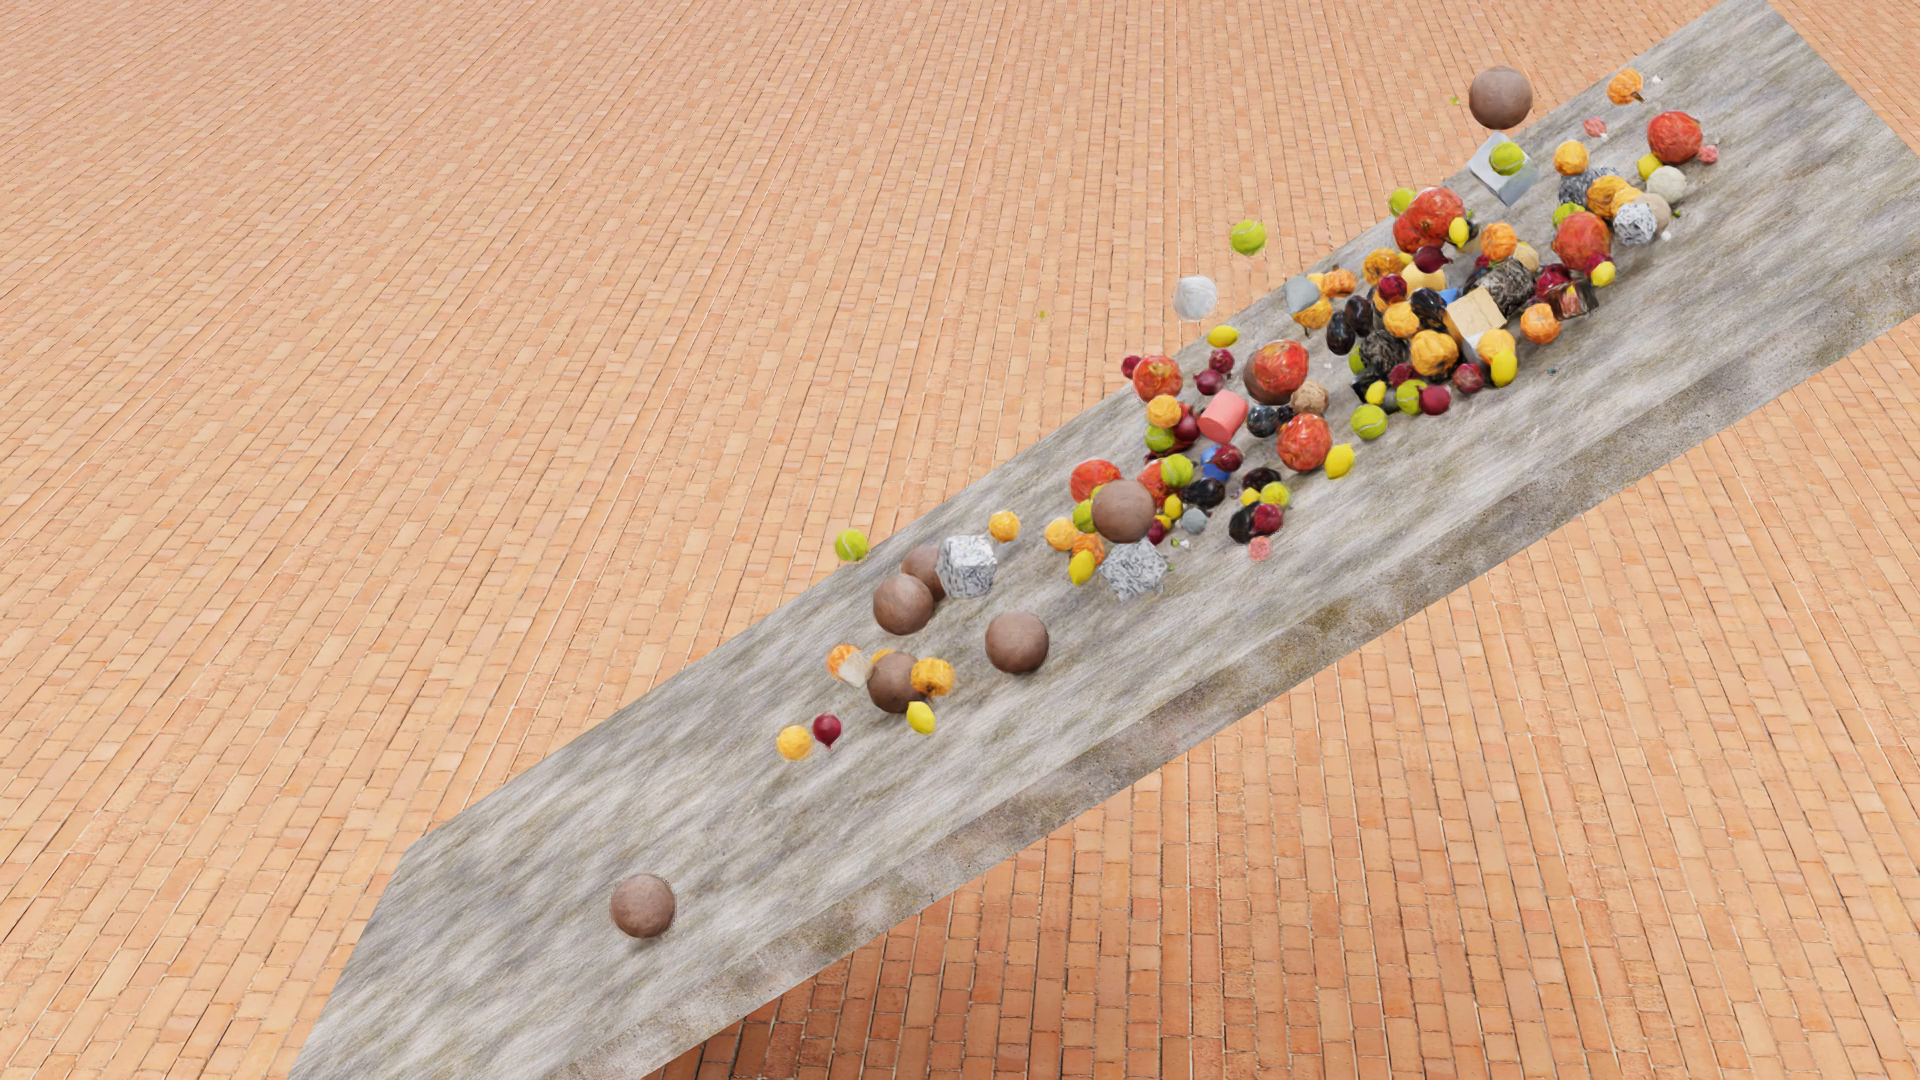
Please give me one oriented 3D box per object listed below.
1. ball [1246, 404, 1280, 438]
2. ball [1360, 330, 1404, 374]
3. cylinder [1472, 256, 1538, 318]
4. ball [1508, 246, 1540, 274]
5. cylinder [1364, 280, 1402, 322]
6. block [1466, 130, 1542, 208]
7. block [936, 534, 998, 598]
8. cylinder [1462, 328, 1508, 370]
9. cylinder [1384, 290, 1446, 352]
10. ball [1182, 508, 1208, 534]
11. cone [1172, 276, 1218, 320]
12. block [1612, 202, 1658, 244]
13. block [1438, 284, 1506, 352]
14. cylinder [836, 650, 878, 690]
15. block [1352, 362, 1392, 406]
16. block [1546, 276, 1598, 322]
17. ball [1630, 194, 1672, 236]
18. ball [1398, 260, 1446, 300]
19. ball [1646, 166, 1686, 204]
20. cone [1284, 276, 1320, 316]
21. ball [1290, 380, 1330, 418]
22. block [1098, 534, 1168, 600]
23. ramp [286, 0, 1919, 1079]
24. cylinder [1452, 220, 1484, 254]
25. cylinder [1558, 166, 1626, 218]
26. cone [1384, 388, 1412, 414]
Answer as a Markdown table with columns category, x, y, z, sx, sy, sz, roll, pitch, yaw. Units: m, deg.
| category | x | y | z | sx | sy | sz | roll | pitch | yaw |
| --- | --- | --- | --- | --- | --- | --- | --- | --- | --- |
| ball | 0.590 | -0.232 | 5.741 | 0.066 | 0.066 | 0.066 | 0 | 21 | 0 |
| ball | 0.855 | -0.381 | 5.966 | 0.089 | 0.089 | 0.089 | 0 | 21 | 0 |
| cylinder | 1.070 | -0.493 | 5.776 | 0.092 | 0.092 | 0.092 | -38 | 30 | -7 |
| ball | 1.139 | -0.563 | 5.948 | 0.066 | 0.066 | 0.066 | 0 | 21 | 0 |
| cylinder | 0.910 | -0.512 | 6.315 | 0.063 | 0.063 | 0.063 | -7 | 43 | -17 |
| block | 1.117 | -0.762 | 6.041 | 0.096 | 0.096 | 0.096 | 48 | 9 | 28 |
| block | 0.013 | 0.056 | 6.226 | 0.093 | 0.093 | 0.093 | -4 | 43 | -21 |
| cylinder | 1.007 | -0.366 | 5.635 | 0.066 | 0.066 | 0.066 | -20 | 24 | -6 |
| cylinder | 0.932 | -0.449 | 6.012 | 0.093 | 0.093 | 0.093 | -31 | 11 | 22 |
| ball | 0.470 | -0.038 | 5.898 | 0.051 | 0.051 | 0.051 | 0 | 21 | 0 |
| cone | 0.464 | -0.513 | 6.003 | 0.097 | 0.097 | 0.097 | 12 | -13 | 27 |
| block | 1.286 | -0.602 | 5.602 | 0.055 | 0.055 | 0.055 | 2 | 51 | 41 |
| block | 0.997 | -0.431 | 5.721 | 0.087 | 0.087 | 0.087 | -31 | -5 | -1 |
| cylinder | -0.208 | 0.263 | 5.936 | 0.059 | 0.059 | 0.059 | 37 | -2 | 1 |
| block | 0.829 | -0.313 | 5.922 | 0.055 | 0.055 | 0.055 | -29 | 17 | 28 |
| block | 1.125 | -0.443 | 5.407 | 0.061 | 0.061 | 0.061 | -15 | 8 | 44 |
| ball | 1.328 | -0.626 | 5.668 | 0.083 | 0.083 | 0.083 | 0 | 21 | 0 |
| ball | 0.973 | -0.540 | 6.188 | 0.099 | 0.099 | 0.099 | 0 | 21 | 0 |
| ball | 1.389 | -0.696 | 5.782 | 0.076 | 0.076 | 0.076 | 0 | 21 | 0 |
| cone | 0.676 | -0.475 | 5.922 | 0.079 | 0.079 | 0.079 | 10 | 47 | 23 |
| ball | 0.720 | -0.289 | 6.047 | 0.079 | 0.079 | 0.079 | 0 | 21 | 0 |
| block | 0.345 | 0.055 | 5.851 | 0.083 | 0.083 | 0.083 | -23 | 20 | 40 |
| ramp | 0.135 | 0.174 | 6.307 | 4.000 | 0.100 | 2.000 | -33 | 16 | 15 |
| cylinder | 1.082 | -0.645 | 6.258 | 0.060 | 0.060 | 0.060 | -9 | 11 | 2 |
| cylinder | 1.290 | -0.709 | 6.000 | 0.096 | 0.096 | 0.096 | -10 | 4 | -24 |
| cone | 0.866 | -0.269 | 5.762 | 0.054 | 0.054 | 0.054 | 11 | 23 | 39 |
